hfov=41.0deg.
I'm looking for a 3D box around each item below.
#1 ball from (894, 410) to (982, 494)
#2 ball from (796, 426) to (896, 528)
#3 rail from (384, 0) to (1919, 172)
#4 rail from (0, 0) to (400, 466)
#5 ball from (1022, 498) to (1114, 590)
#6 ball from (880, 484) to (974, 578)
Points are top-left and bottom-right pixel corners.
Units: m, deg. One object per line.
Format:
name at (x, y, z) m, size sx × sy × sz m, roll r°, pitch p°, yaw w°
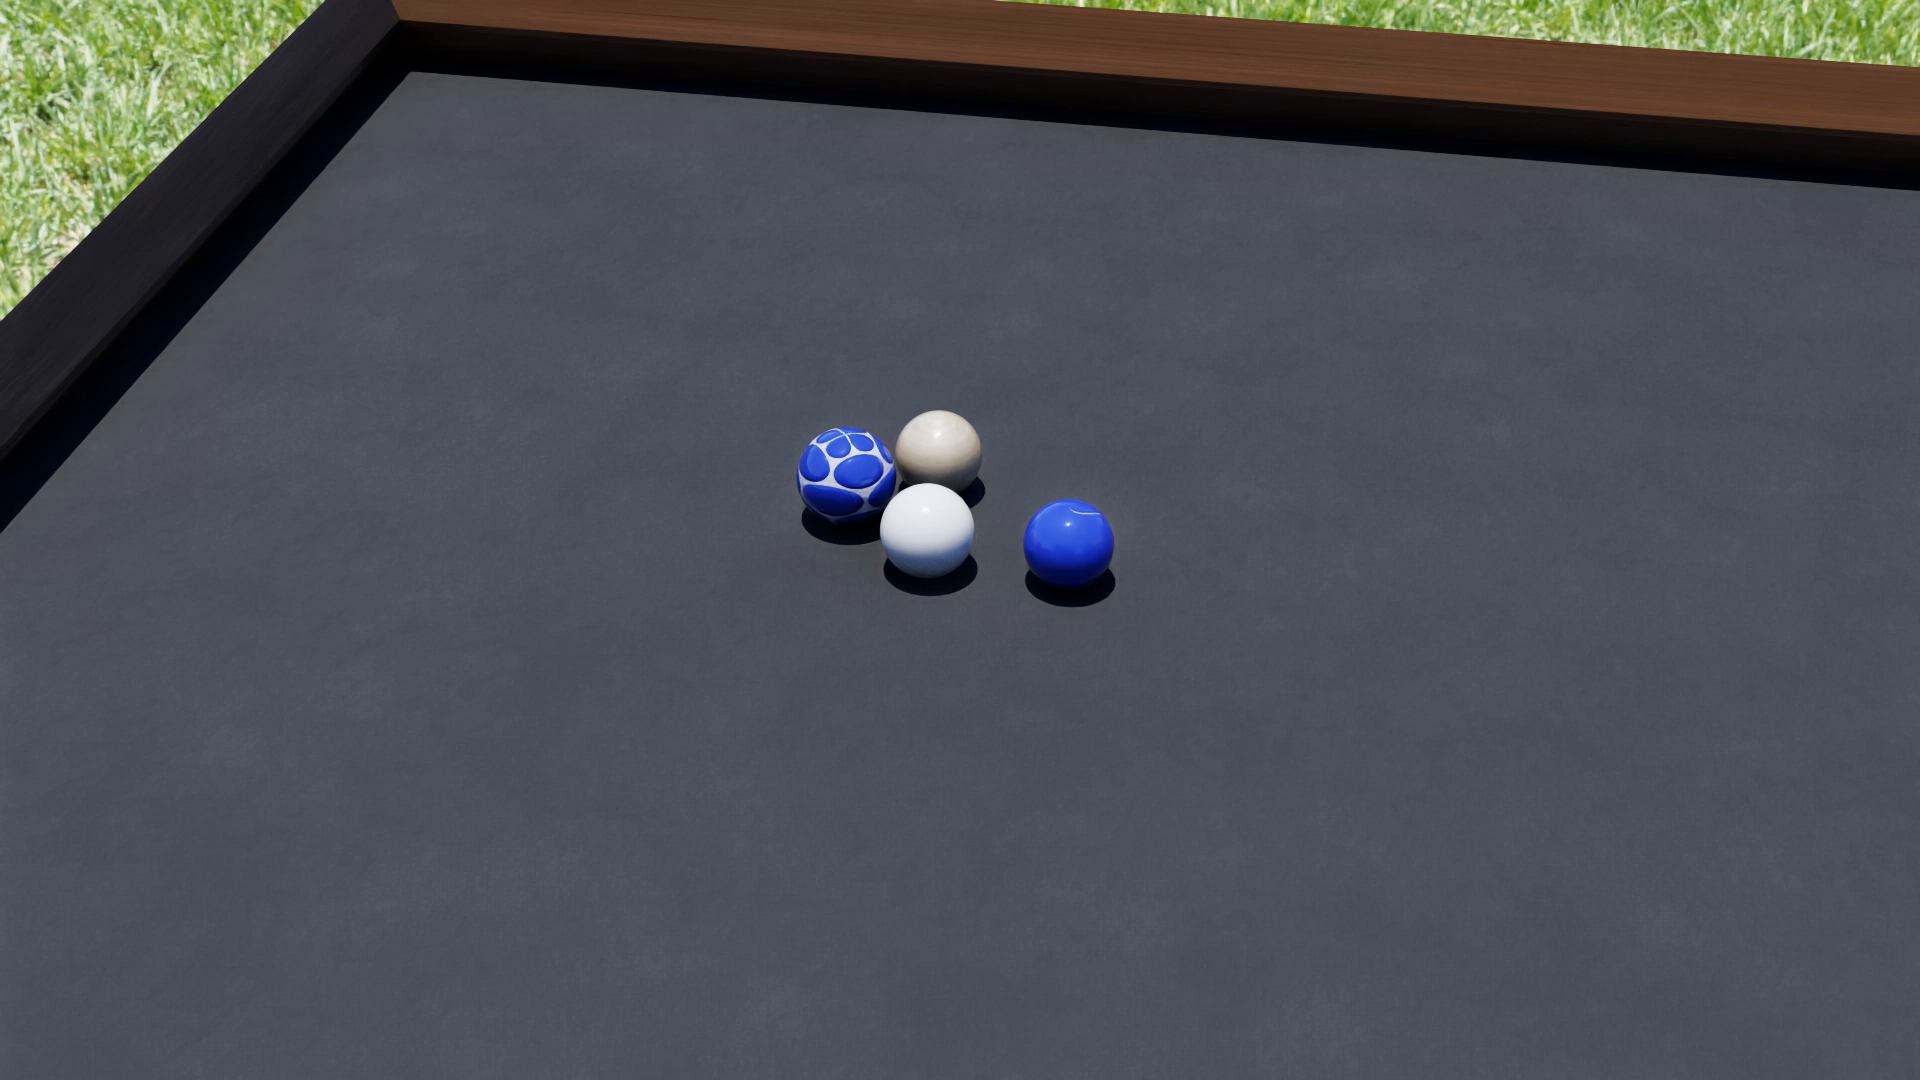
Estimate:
ball at (-0.017, -0.070, 2.090) m, size 0.072 × 0.072 × 0.072 m, roll 0°, pitch 34°, yaw 0°
ball at (-0.091, -0.050, 2.054) m, size 0.080 × 0.080 × 0.080 m, roll 0°, pitch 34°, yaw 0°
rail at (0.962, -0.407, 2.549) m, size 3.270 × 0.112 × 0.045 m, roll 6°, pitch 35°, yaw 9°
rail at (-0.780, -0.098, 2.094) m, size 0.045 × 0.112 × 1.768 m, roll 6°, pitch 35°, yaw 9°
ball at (0.084, 0.004, 1.982) m, size 0.071 × 0.071 × 0.071 m, roll 0°, pitch 34°, yaw 0°
ball at (-0.025, -0.007, 1.995) m, size 0.074 × 0.074 × 0.074 m, roll 0°, pitch 34°, yaw 0°
